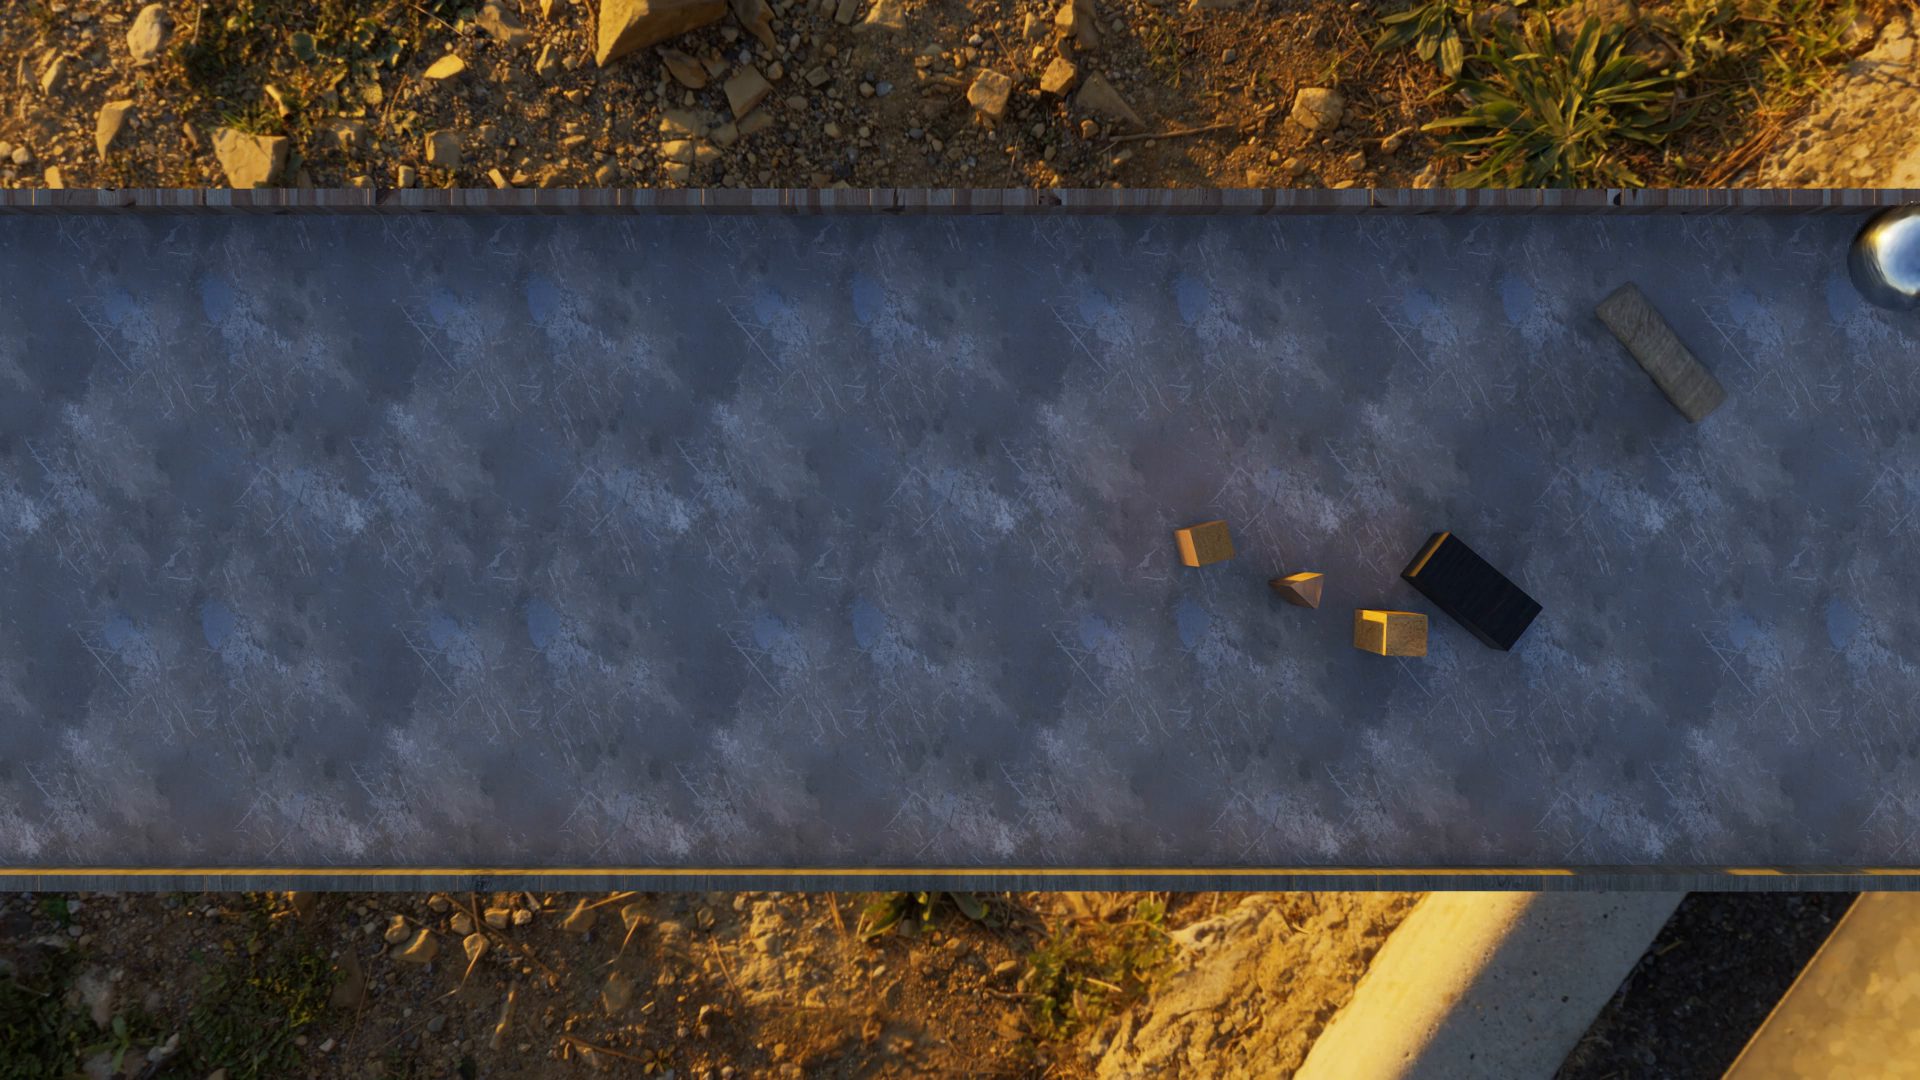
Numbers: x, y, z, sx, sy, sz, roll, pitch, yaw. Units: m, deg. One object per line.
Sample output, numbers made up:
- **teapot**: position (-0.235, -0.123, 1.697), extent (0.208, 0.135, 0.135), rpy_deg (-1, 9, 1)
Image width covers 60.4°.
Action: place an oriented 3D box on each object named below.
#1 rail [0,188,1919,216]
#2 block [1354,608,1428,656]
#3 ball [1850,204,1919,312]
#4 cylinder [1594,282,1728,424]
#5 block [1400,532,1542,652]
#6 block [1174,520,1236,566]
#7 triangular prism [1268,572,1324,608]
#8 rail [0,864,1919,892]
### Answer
- **rail**: position (-2.247, -1.025, 5.002), extent (12.000, 0.150, 0.050), rpy_deg (0, 90, 0)
- **block**: position (1.273, 0.272, 4.889), extent (0.118, 0.376, 0.118), rpy_deg (2, 90, 0)
- **ball**: position (2.833, -0.842, 4.919), extent (0.316, 0.316, 0.316), rpy_deg (0, 90, 0)
- **cylinder**: position (2.127, -0.568, 5.009), extent (0.135, 0.135, 0.447), rpy_deg (-40, 90, 0)
- **block**: position (1.544, 0.155, 4.992), extent (0.356, 0.169, 0.169), rpy_deg (39, 90, 0)
- **block**: position (0.723, 0.010, 4.897), extent (0.108, 0.359, 0.108), rpy_deg (-15, 90, 0)
- **triangular prism**: position (1.013, 0.131, 4.897), extent (0.101, 0.358, 0.087), rpy_deg (42, 90, 0)
- **rail**: position (-2.247, 1.025, 5.001), extent (12.000, 0.150, 0.050), rpy_deg (0, 90, 0)
